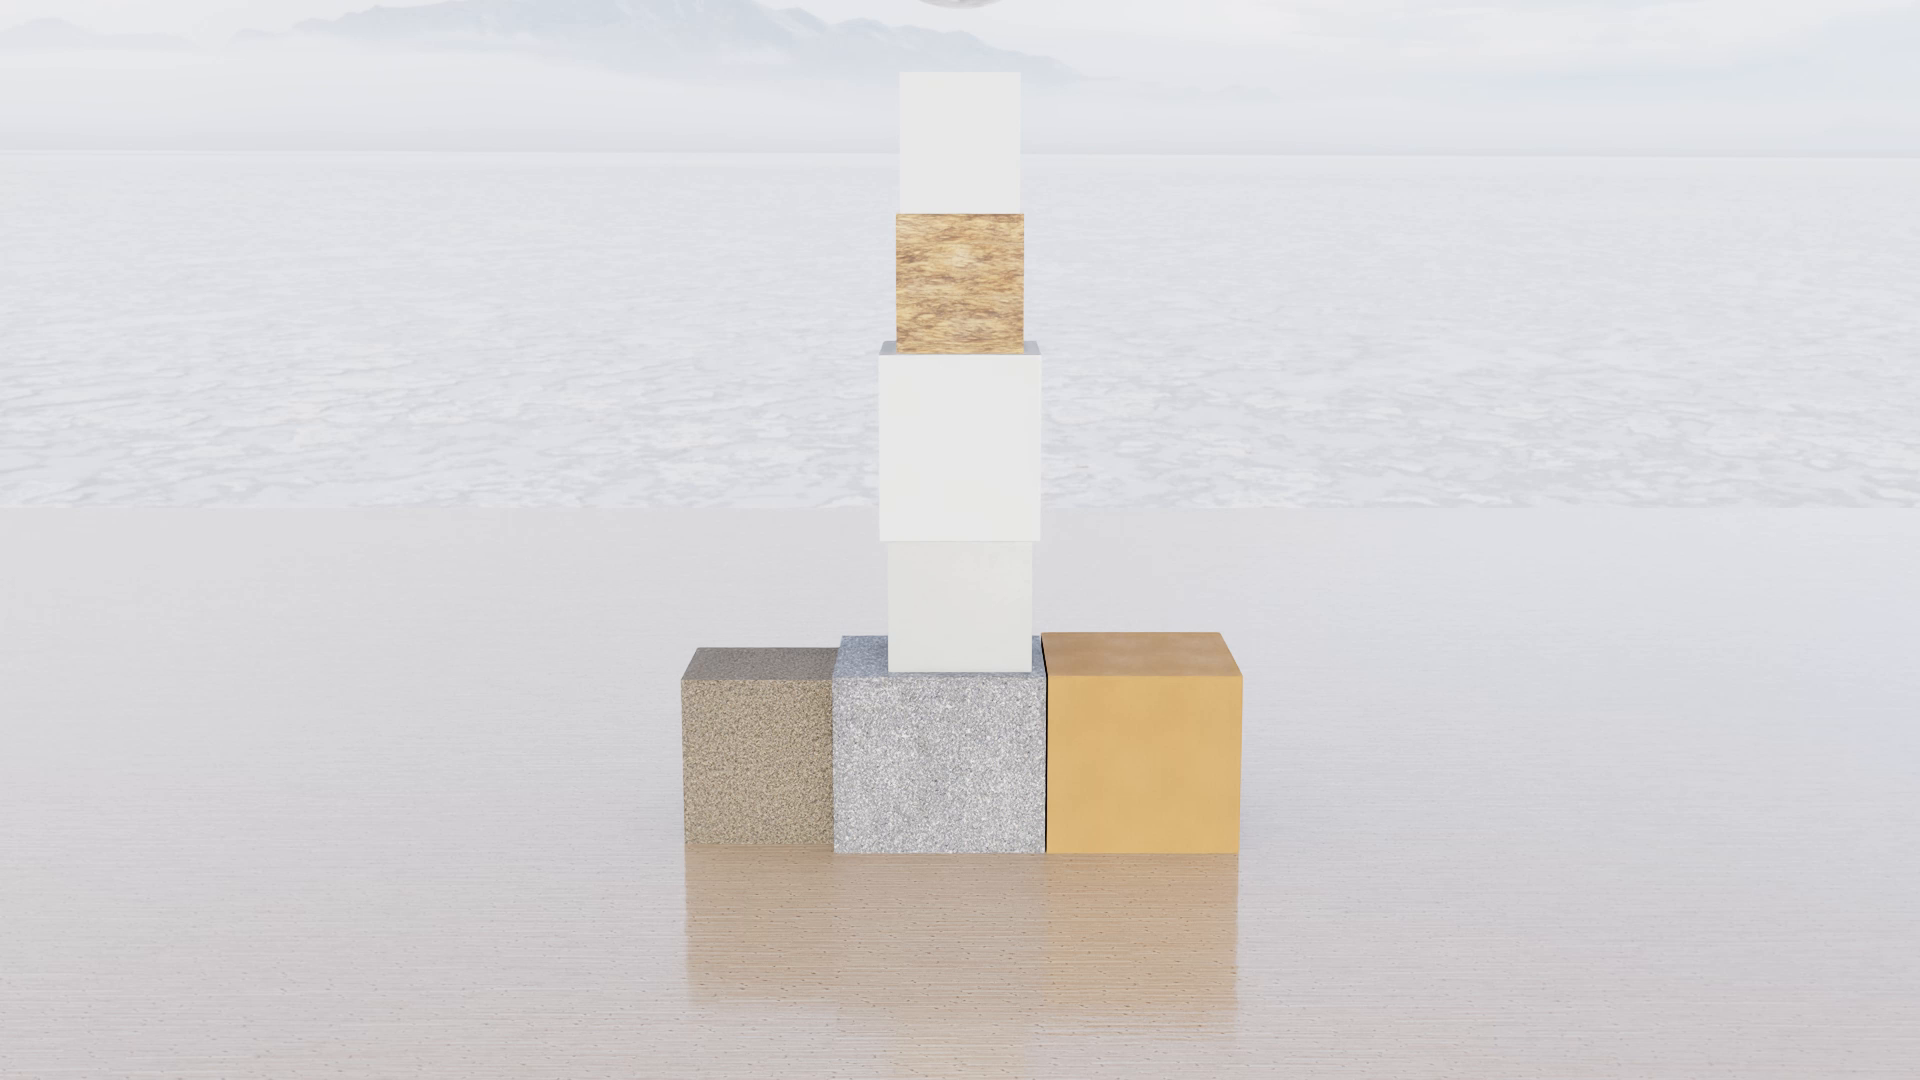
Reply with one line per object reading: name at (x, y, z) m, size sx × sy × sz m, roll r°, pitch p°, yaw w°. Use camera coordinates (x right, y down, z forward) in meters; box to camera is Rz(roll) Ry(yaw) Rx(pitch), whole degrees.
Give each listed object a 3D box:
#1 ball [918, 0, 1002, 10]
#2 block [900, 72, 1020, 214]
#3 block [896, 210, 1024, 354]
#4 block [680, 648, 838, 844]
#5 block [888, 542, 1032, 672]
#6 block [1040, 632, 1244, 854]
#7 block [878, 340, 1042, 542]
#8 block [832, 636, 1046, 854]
ball at (0.000, -4.583, 15.587) m, size 1.600 × 1.600 × 1.600 m, roll 0°, pitch 10°, yaw 0°
block at (0.000, -1.954, 10.827) m, size 0.577 × 0.666 × 0.620 m, roll 0°, pitch 10°, yaw 0°
block at (0.000, -1.297, 10.963) m, size 0.620 × 0.676 × 0.616 m, roll 0°, pitch 10°, yaw 0°
block at (-1.015, 1.053, 11.390) m, size 0.754 × 0.853 × 0.714 m, roll 0°, pitch 10°, yaw 0°
block at (0.000, 0.262, 11.234) m, size 0.711 × 0.664 × 0.759 m, roll 0°, pitch 10°, yaw 0°
block at (0.913, 1.028, 11.372) m, size 0.959 × 0.909 × 0.981 m, roll 0°, pitch 10°, yaw 0°
block at (0.000, -0.514, 11.096) m, size 0.788 × 0.912 × 0.790 m, roll 0°, pitch 10°, yaw 0°
block at (-0.102, 1.035, 11.353) m, size 1.052 × 0.901 × 0.940 m, roll 0°, pitch 10°, yaw 0°
